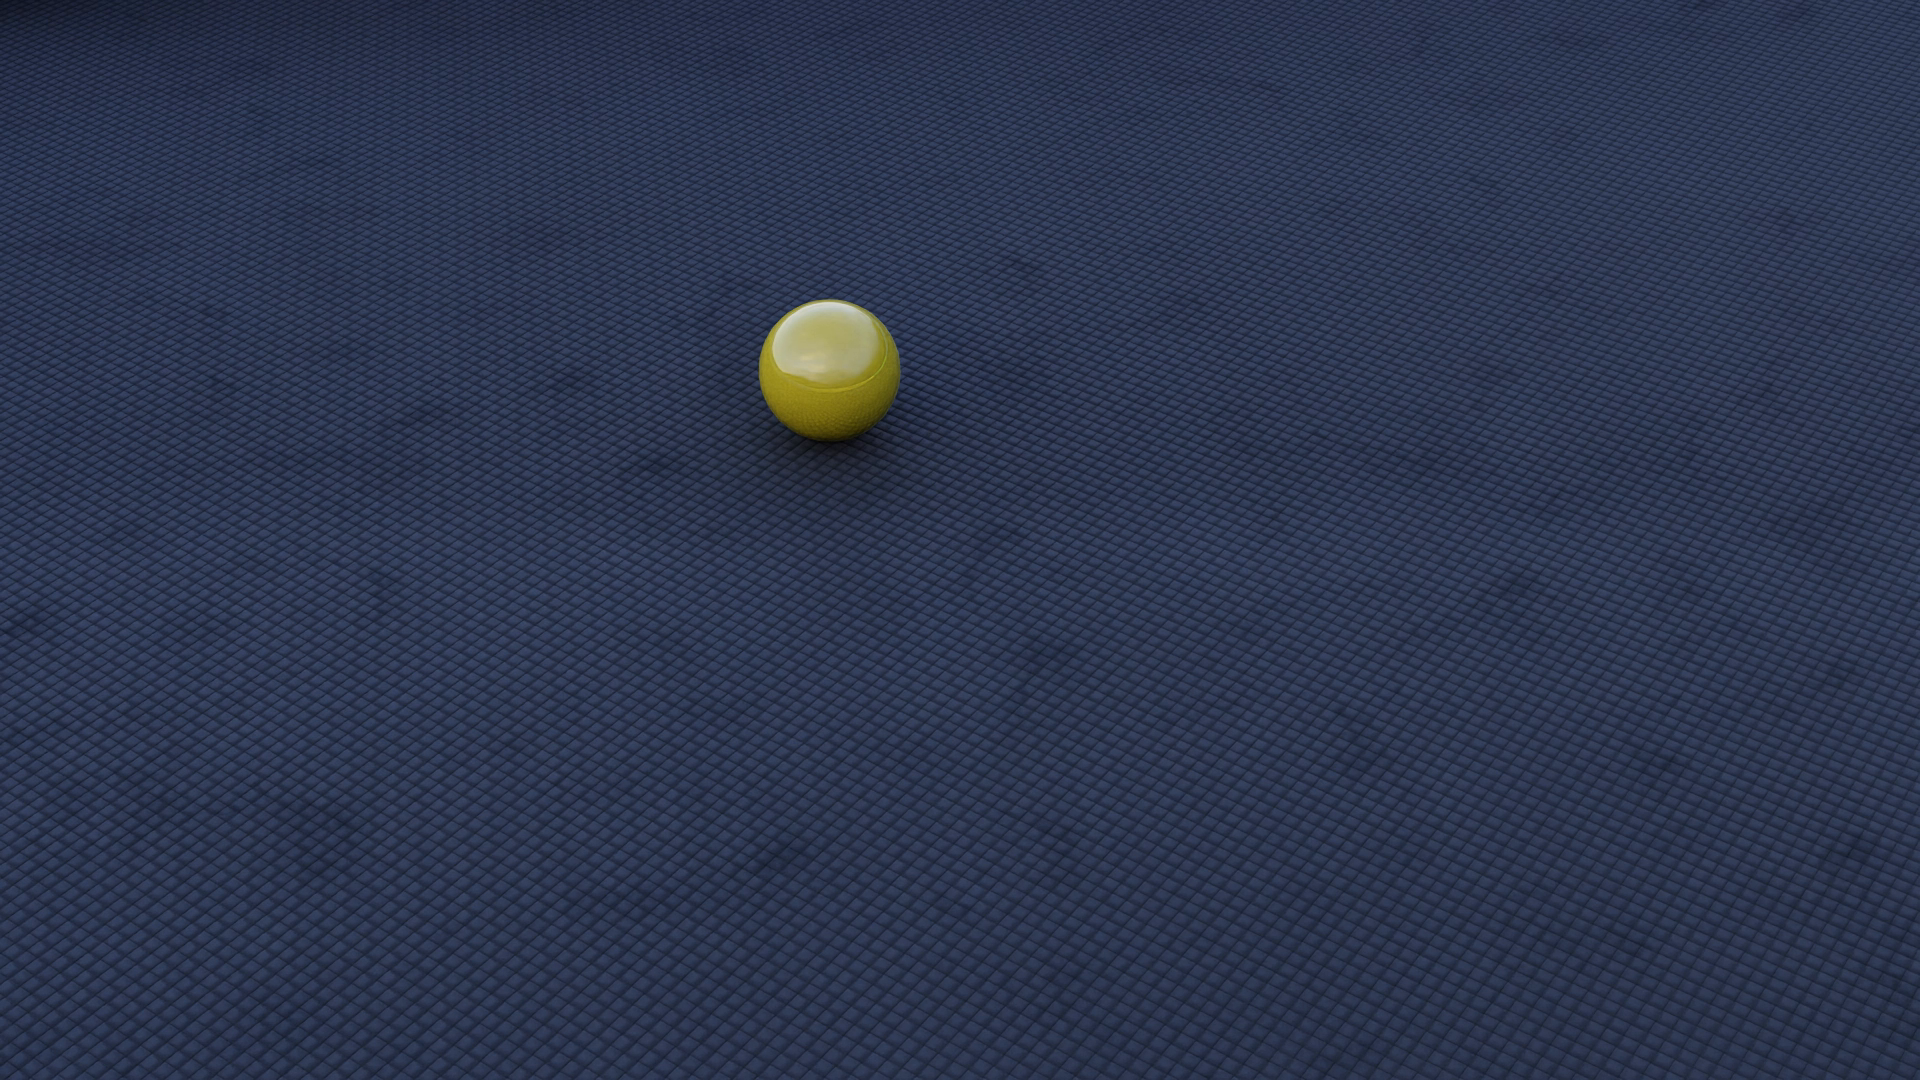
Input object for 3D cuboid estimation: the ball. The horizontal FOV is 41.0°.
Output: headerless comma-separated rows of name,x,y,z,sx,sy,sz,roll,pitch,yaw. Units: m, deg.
ball,-0.084,-0.109,1.648,0.092,0.092,0.092,0,36,0
